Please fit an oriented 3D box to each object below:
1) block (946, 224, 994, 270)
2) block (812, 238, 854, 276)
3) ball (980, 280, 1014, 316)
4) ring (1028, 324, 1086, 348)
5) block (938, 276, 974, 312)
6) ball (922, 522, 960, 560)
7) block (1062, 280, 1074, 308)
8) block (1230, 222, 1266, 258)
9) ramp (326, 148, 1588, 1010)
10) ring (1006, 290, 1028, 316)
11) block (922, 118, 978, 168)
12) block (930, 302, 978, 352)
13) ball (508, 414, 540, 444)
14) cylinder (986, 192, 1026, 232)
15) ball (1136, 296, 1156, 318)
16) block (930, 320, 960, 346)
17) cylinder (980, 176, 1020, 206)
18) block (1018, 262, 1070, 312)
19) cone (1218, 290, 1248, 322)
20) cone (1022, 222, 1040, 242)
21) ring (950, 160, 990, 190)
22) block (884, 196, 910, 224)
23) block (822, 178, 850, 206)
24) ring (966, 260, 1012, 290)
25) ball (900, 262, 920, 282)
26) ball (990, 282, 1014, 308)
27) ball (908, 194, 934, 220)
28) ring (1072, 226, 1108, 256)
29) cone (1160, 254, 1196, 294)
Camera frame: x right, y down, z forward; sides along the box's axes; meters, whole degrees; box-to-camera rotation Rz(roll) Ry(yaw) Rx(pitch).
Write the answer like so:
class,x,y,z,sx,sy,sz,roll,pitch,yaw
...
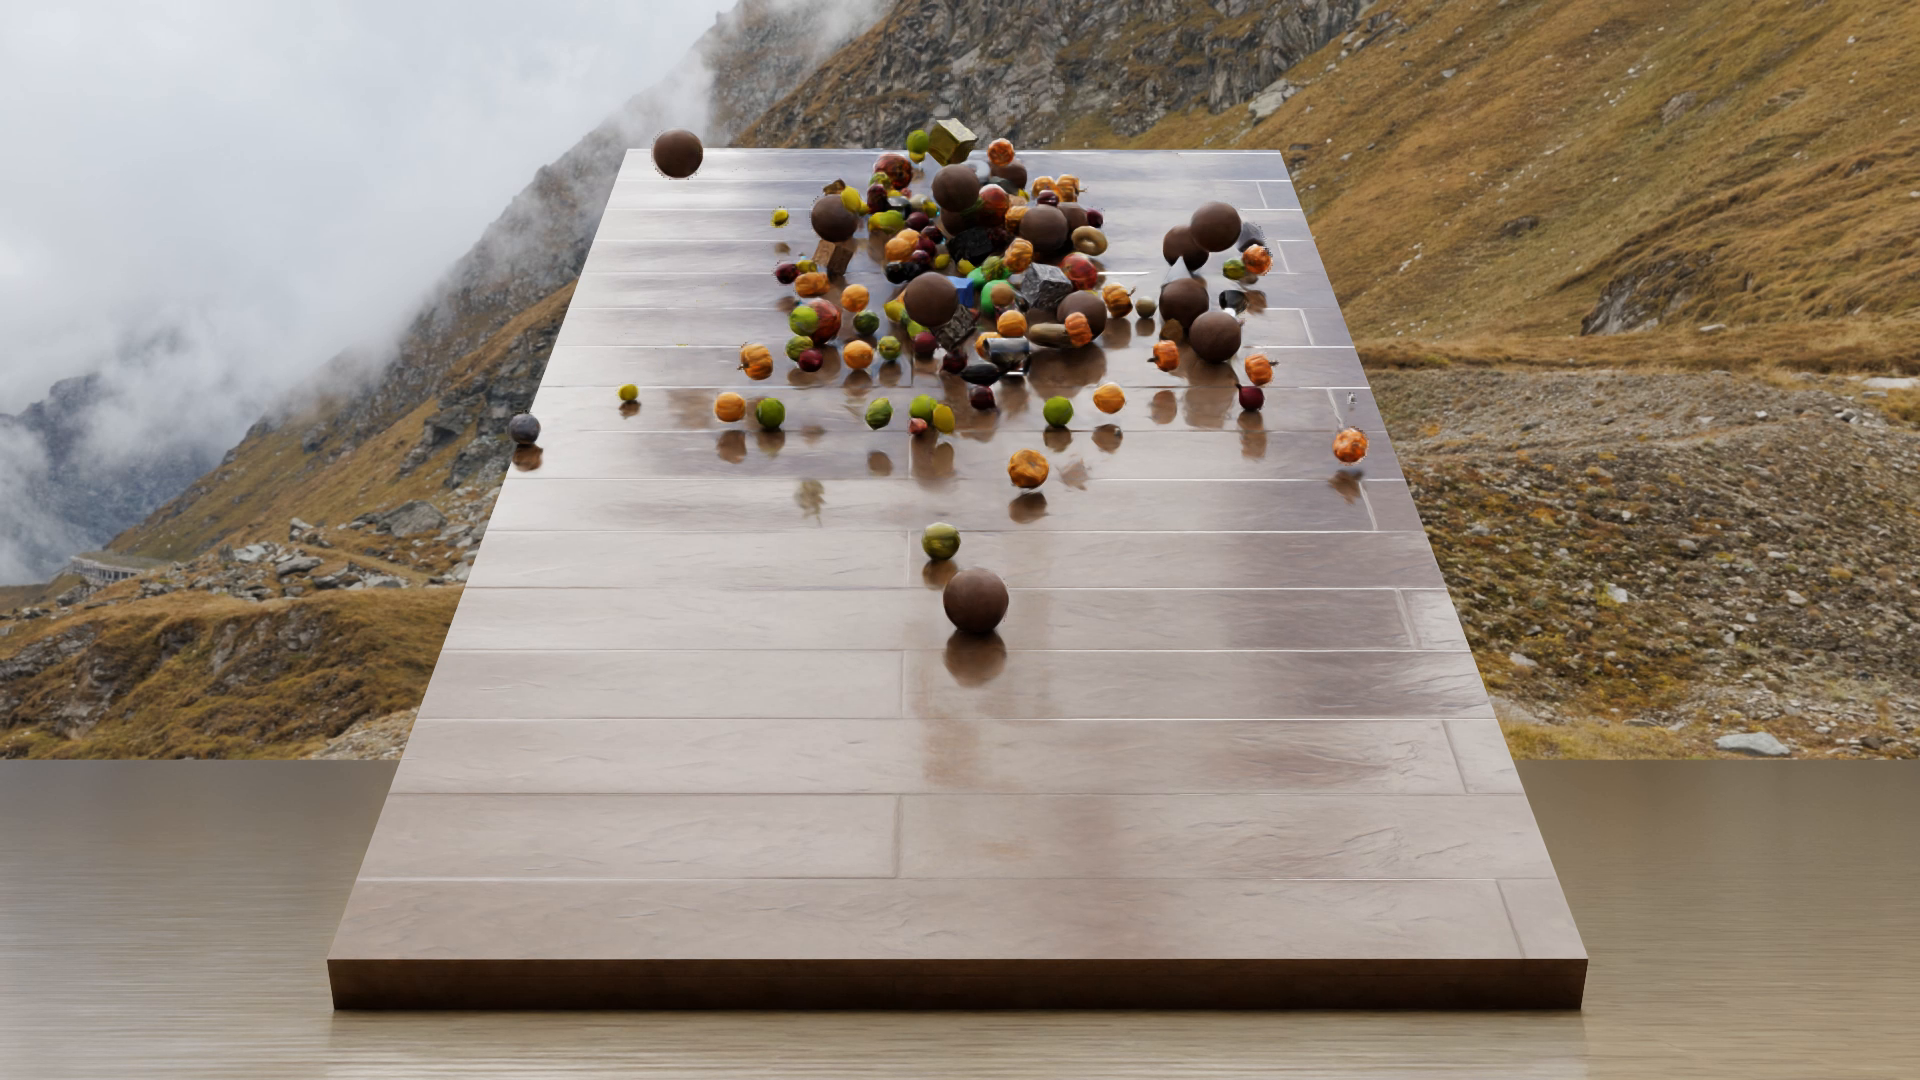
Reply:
class,x,y,z,sx,sy,sz,roll,pitch,yaw
block,0.028,-0.786,6.409,0.079,0.079,0.079,-23,-9,-39
block,-0.342,-0.757,6.375,0.067,0.067,0.067,19,8,-46
ball,0.099,-0.620,6.113,0.096,0.096,0.096,0,-5,0
ring,0.240,-0.502,5.866,0.145,0.048,0.145,6,-2,0
block,-0.011,-0.633,6.163,0.071,0.071,0.071,9,29,16
ball,-0.039,0.003,4.946,0.080,0.080,0.080,0,-5,0
block,0.249,-0.639,6.140,0.064,0.064,0.064,-26,37,-19
block,0.785,-0.818,6.489,0.059,0.059,0.059,-39,-40,28
ramp,-0.011,-0.224,5.569,2.000,0.100,4.000,0,28,0
ring,0.139,-0.593,5.960,0.077,0.026,0.077,30,-28,18
block,-0.028,-1.154,6.928,0.096,0.096,0.096,-22,-28,-52
block,-0.015,-0.516,5.766,0.076,0.076,0.076,-37,-4,-20
ball,-0.993,-0.254,5.436,0.071,0.071,0.071,0,-5,0
cylinder,0.127,-0.911,6.619,0.098,0.098,0.098,7,-6,-5
ball,0.478,-0.597,6.117,0.054,0.054,0.054,0,-5,0
block,-0.032,-0.517,5.934,0.061,0.061,0.061,8,9,14
cylinder,0.113,-0.975,6.720,0.090,0.090,0.090,1,15,-16
block,0.214,-0.637,6.000,0.083,0.083,0.083,4,35,-30
cone,0.684,-0.578,6.030,0.078,0.078,0.078,12,-37,10
cone,0.185,-0.845,6.557,0.054,0.054,0.054,-20,10,-43
ring,0.030,-1.034,6.749,0.117,0.117,0.039,-2,-48,18
block,-0.178,-0.933,6.738,0.057,0.057,0.057,-13,39,-21
block,-0.350,-0.987,6.761,0.055,0.055,0.055,-31,8,-6
ring,0.077,-0.695,6.245,0.133,0.044,0.133,-23,17,7
ball,-0.131,-0.712,6.330,0.054,0.054,0.054,0,-5,0
ball,0.105,-0.607,5.911,0.061,0.061,0.061,0,-5,0
ball,-0.113,-0.943,6.749,0.073,0.073,0.073,0,-5,0
ring,0.353,-0.812,6.471,0.103,0.034,0.103,18,-29,11
cone,0.572,-0.699,6.203,0.094,0.094,0.094,6,-12,1
